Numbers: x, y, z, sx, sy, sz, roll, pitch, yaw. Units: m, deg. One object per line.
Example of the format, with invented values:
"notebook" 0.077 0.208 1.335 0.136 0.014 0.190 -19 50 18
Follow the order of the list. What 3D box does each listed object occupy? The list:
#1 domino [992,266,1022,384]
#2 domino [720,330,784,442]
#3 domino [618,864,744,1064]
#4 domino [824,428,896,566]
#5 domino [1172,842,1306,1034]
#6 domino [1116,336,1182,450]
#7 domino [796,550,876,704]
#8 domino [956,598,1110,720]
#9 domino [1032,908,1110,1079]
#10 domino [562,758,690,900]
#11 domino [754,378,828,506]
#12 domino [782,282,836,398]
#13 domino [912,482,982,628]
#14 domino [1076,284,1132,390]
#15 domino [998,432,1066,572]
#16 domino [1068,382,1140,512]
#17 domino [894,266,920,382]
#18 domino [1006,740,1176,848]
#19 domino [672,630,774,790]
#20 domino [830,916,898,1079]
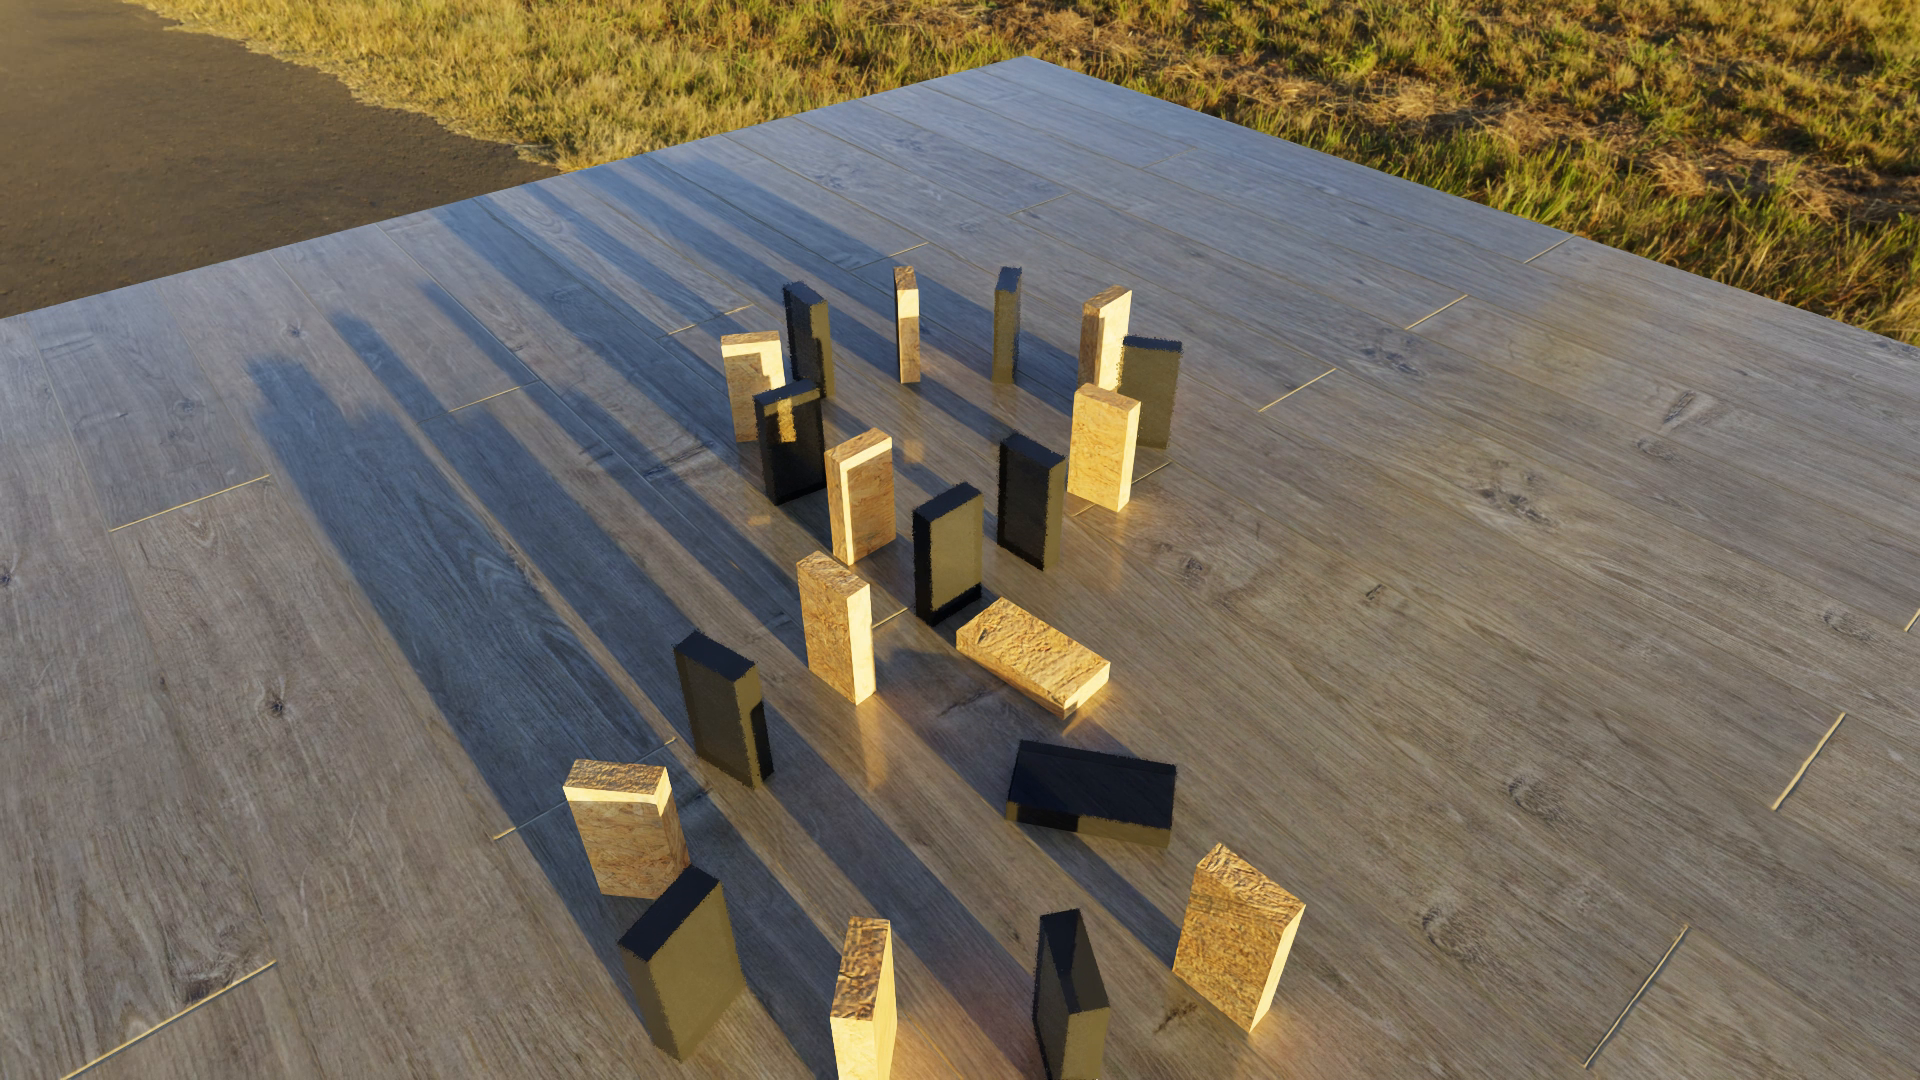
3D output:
"domino" 0.023 -0.105 0.540 0.009 0.050 0.025 6 40 8
"domino" -0.091 -0.069 0.495 0.025 0.050 0.010 -7 40 -9
"domino" -0.070 0.108 0.279 0.009 0.050 0.025 21 44 24
"domino" -0.039 -0.017 0.432 0.025 0.050 0.009 -31 48 -32
"domino" 0.071 0.104 0.285 0.025 0.050 0.009 32 49 33
"domino" 0.083 -0.065 0.491 0.025 0.050 0.010 10 40 11
"domino" -0.042 0.030 0.374 0.025 0.050 0.010 31 48 32
"domino" 0.026 0.041 0.393 0.050 0.010 0.025 30 48 32
"domino" 0.026 0.116 0.270 0.010 0.050 0.025 -7 40 -9
"domino" -0.093 0.083 0.310 0.025 0.050 0.009 4 39 5
"domino" -0.070 -0.041 0.461 0.025 0.050 0.009 -23 45 -25
"domino" -0.072 -0.096 0.528 0.010 0.050 0.025 -25 45 -27
"domino" -0.004 0.006 0.404 0.025 0.050 0.009 -30 48 -32
"domino" 0.069 -0.094 0.526 0.010 0.050 0.025 29 48 31
"domino" 0.027 -0.014 0.429 0.025 0.050 0.009 32 49 33
"domino" 0.059 -0.038 0.458 0.025 0.050 0.009 25 45 27
"domino" -0.026 -0.106 0.540 0.010 0.050 0.025 -5 40 -6
"domino" 0.042 0.080 0.346 0.050 0.010 0.025 8 40 9
"domino" -0.074 0.054 0.345 0.025 0.050 0.009 23 45 26
"domino" -0.023 0.117 0.268 0.009 0.050 0.025 4 39 5
